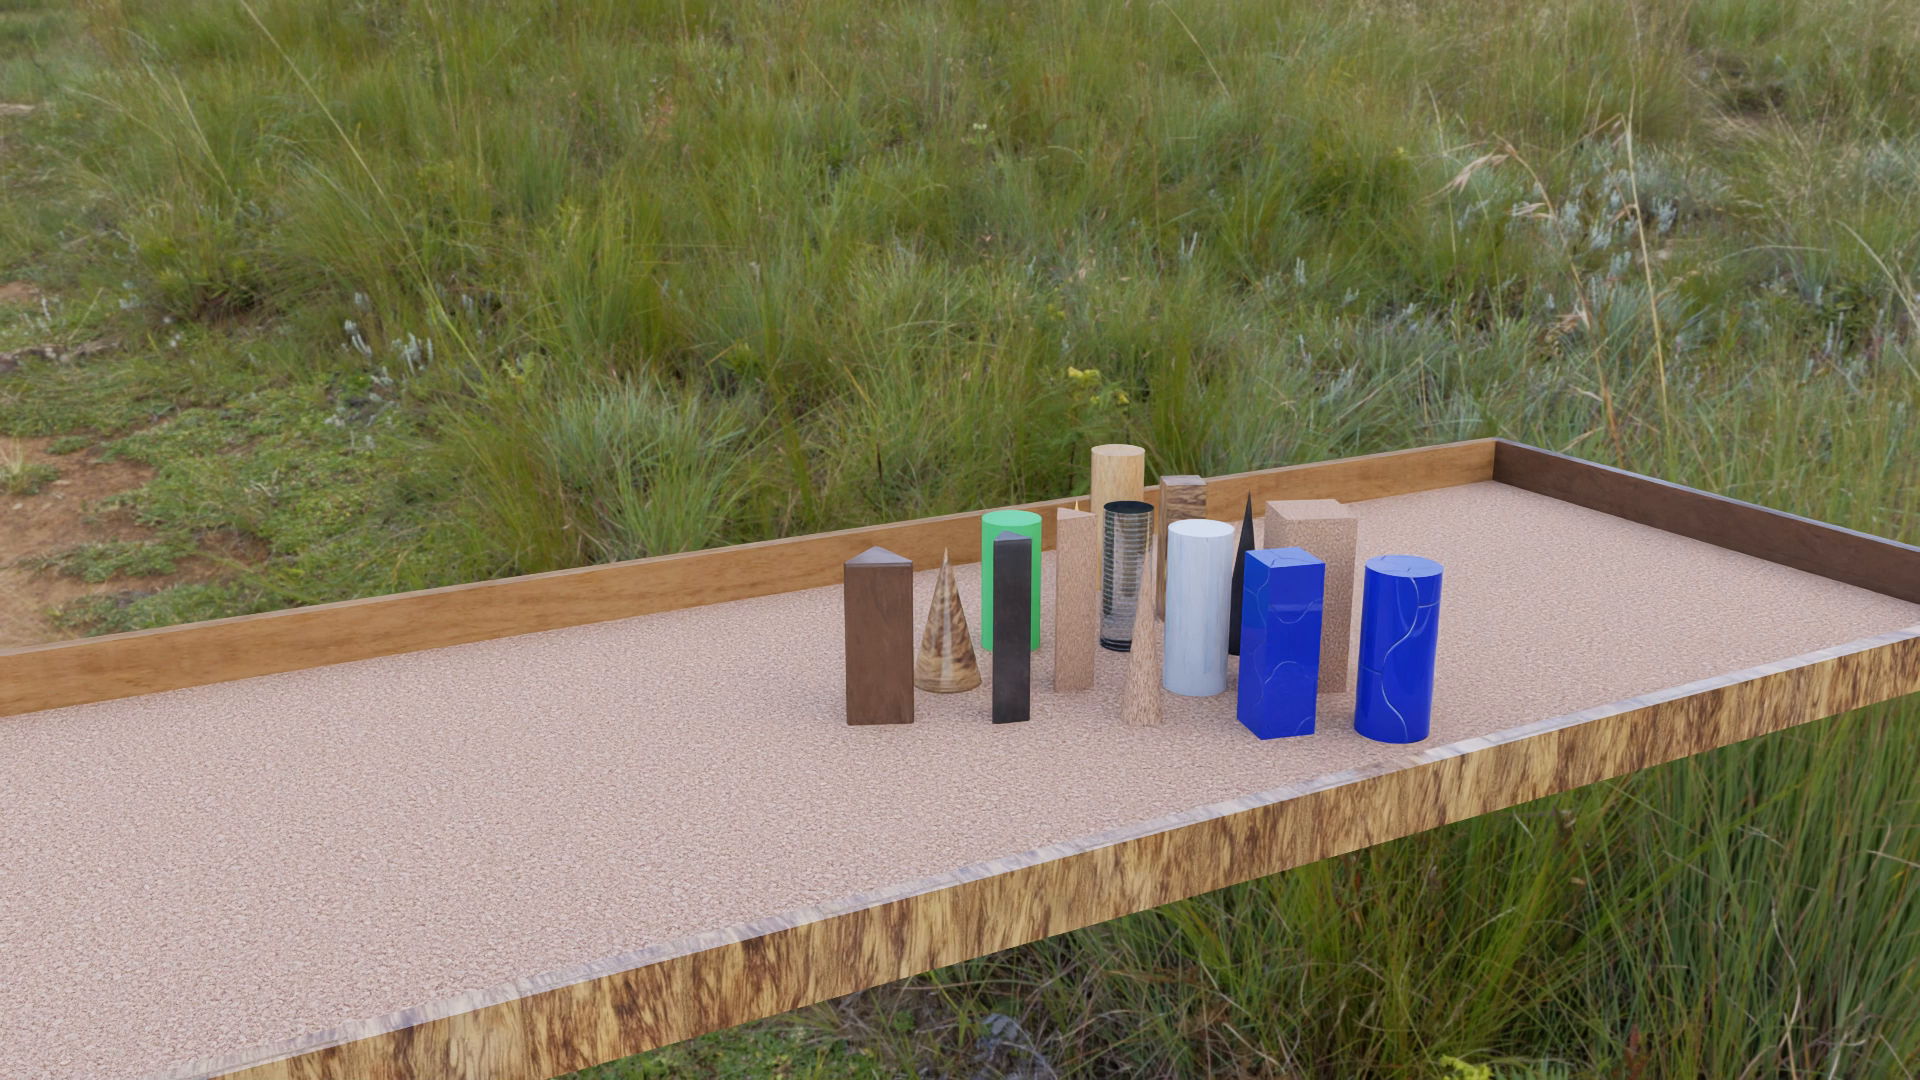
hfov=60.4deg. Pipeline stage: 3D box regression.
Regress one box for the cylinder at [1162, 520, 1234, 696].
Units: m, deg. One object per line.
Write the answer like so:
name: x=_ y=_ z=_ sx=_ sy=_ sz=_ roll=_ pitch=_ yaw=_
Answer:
cylinder: x=0.586 y=0.166 z=4.067 sx=0.160 sy=0.407 sz=0.160 roll=0 pitch=16 yaw=0

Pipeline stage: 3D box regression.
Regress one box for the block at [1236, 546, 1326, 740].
block: x=0.739 y=0.238 z=3.811 sx=0.134 sy=0.415 sz=0.134 roll=-4 pitch=17 yaw=-14

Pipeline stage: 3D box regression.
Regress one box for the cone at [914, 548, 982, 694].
cone: x=-0.034 y=0.184 z=4.099 sx=0.177 sy=0.355 sz=0.177 roll=0 pitch=16 yaw=0

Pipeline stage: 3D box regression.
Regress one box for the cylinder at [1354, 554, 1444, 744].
cylinder: x=1.008 y=0.250 z=3.796 sx=0.172 sy=0.399 sz=0.172 roll=0 pitch=16 yaw=0

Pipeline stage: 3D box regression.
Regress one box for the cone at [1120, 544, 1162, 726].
cone: x=0.430 y=0.215 z=3.853 sx=0.101 sy=0.434 sz=0.101 roll=0 pitch=16 yaw=0

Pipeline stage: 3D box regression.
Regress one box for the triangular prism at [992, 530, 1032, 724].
triangular prism: x=0.112 y=0.204 z=3.864 sx=0.090 sy=0.450 sz=0.078 roll=-4 pitch=17 yaw=-13

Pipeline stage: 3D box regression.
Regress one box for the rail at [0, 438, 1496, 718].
rail: x=-3.305 y=0.497 z=3.399 sx=12.000 sy=0.150 sz=0.050 roll=-9 pitch=18 yaw=-27

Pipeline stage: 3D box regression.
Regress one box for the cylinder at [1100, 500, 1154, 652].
cylinder: x=0.441 y=0.096 z=4.359 sx=0.132 sy=0.378 sz=0.132 roll=0 pitch=16 yaw=0

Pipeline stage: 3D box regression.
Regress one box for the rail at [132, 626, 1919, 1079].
rail: x=-2.336 y=1.006 z=1.665 sx=12.000 sy=0.150 sz=0.050 roll=-9 pitch=18 yaw=-27

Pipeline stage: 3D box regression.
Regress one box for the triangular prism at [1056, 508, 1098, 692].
triangular prism: x=0.264 y=0.145 z=4.074 sx=0.111 sy=0.444 sz=0.096 roll=-8 pitch=18 yaw=-24

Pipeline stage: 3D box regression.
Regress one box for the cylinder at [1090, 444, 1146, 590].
cylinder: x=0.460 y=-0.065 z=4.851 sx=0.156 sy=0.408 sz=0.156 roll=0 pitch=16 yaw=0

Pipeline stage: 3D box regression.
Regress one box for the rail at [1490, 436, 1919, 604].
rail: x=2.466 y=-0.048 z=5.253 sx=0.050 sy=0.150 sz=2.100 roll=-9 pitch=18 yaw=-27

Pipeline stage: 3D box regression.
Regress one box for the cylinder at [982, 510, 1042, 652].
cylinder: x=0.135 y=0.110 z=4.362 sx=0.157 sy=0.349 sz=0.157 roll=0 pitch=16 yaw=0

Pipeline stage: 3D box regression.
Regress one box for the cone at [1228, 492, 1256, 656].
cone: x=0.747 y=0.078 z=4.314 sx=0.121 sy=0.437 sz=0.121 roll=0 pitch=16 yaw=0

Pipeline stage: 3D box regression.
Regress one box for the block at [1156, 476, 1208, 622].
block: x=0.612 y=0.024 z=4.578 sx=0.109 sy=0.392 sz=0.109 roll=-1 pitch=16 yaw=-4

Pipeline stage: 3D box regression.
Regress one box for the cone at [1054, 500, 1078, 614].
cone: x=0.323 y=0.045 z=4.612 sx=0.114 sy=0.332 sz=0.114 roll=0 pitch=16 yaw=0

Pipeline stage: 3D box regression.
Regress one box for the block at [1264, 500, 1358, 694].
block: x=0.857 y=0.140 z=4.086 sx=0.176 sy=0.447 sz=0.176 roll=-2 pitch=16 yaw=-6

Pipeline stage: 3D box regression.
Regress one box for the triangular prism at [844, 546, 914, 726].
triangular prism: x=-0.192 y=0.224 z=3.890 sx=0.155 sy=0.397 sz=0.135 roll=-1 pitch=16 yaw=-5
